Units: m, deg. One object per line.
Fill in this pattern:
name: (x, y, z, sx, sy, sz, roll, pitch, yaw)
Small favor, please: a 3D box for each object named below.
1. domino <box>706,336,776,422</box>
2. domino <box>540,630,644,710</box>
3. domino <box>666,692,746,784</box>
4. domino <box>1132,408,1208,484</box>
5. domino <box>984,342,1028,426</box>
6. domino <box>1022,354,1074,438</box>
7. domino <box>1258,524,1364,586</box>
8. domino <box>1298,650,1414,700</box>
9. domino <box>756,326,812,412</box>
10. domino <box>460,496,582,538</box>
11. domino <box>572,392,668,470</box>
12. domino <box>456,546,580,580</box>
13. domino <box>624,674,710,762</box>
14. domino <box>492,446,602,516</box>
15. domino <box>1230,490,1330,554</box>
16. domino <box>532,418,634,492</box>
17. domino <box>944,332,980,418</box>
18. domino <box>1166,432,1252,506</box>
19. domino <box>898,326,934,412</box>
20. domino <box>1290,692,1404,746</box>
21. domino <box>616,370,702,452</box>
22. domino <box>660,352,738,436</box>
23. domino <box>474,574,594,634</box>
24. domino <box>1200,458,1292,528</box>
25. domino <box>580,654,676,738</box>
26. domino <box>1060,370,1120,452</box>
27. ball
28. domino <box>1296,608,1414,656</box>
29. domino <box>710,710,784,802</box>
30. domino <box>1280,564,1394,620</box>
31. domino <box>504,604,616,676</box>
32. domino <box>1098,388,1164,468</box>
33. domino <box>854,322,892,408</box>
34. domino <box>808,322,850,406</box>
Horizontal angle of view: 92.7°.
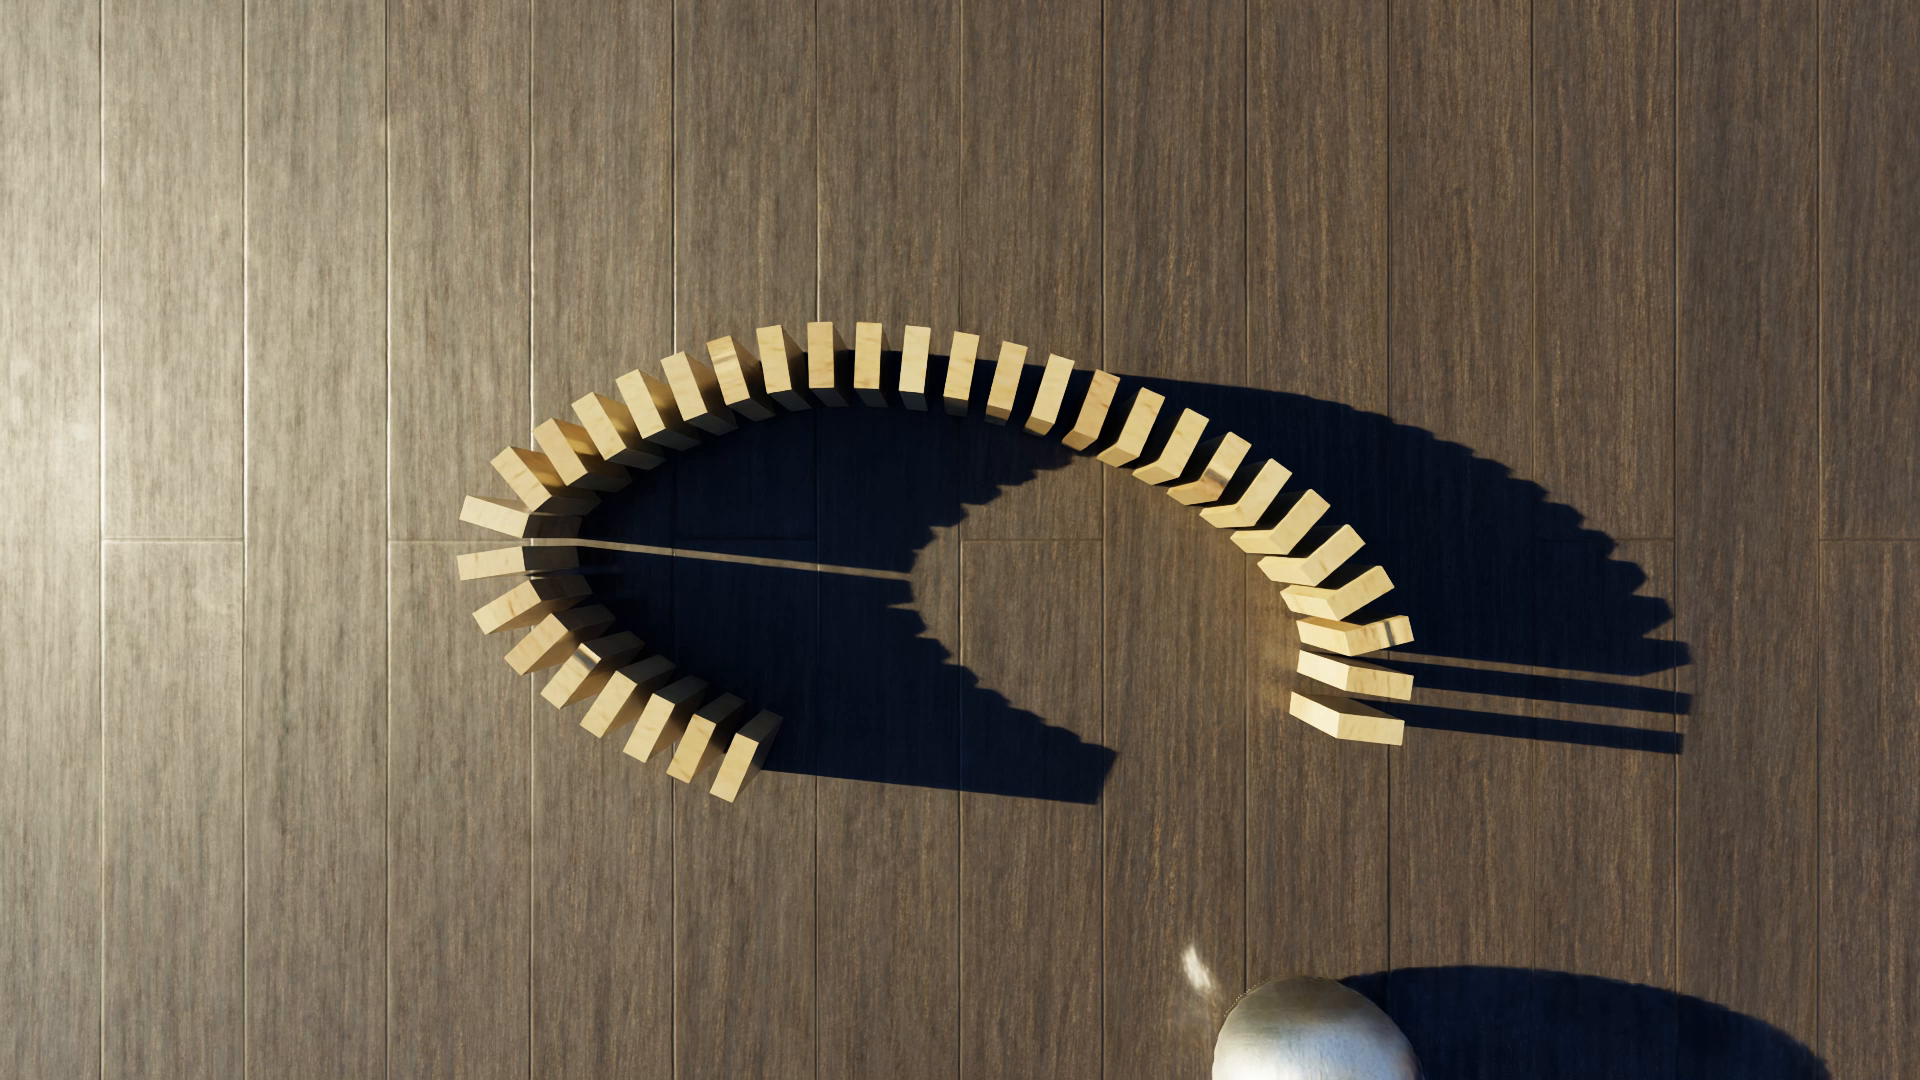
domino: (-0.089, -0.065, 0.375, 0.010, 0.050, 0.025, -17, 90, 0)
domino: (-0.149, 0.052, 0.375, 0.009, 0.050, 0.025, 39, 90, 0)
domino: (-0.103, 0.080, 0.375, 0.009, 0.050, 0.025, 25, 90, 0)
domino: (0.085, -0.037, 0.375, 0.010, 0.050, 0.025, 28, 90, 0)
domino: (0.018, -0.063, 0.375, 0.009, 0.050, 0.025, 14, 90, 0)
domino: (0.035, -0.058, 0.375, 0.010, 0.050, 0.025, 18, 90, 0)
domino: (0.142, 0.006, 0.375, 0.025, 0.050, 0.009, -40, 90, 0)
domino: (0.160, 0.055, 0.375, 0.025, 0.050, 0.009, 9, 90, 0)
domino: (-0.071, -0.069, 0.375, 0.009, 0.050, 0.025, -9, 90, 0)
domino: (-0.178, -0.009, 0.375, 0.025, 0.050, 0.009, 17, 90, 0)
domino: (-0.138, -0.044, 0.375, 0.009, 0.050, 0.025, -31, 90, 0)
domino: (-0.179, 0.009, 0.375, 0.025, 0.050, 0.009, -9, 90, 0)
domino: (-0.119, 0.072, 0.375, 0.010, 0.050, 0.025, 27, 90, 0)
domino: (-0.168, -0.023, 0.375, 0.010, 0.050, 0.025, -40, 90, 0)
domino: (0.130, -0.007, 0.375, 0.009, 0.050, 0.025, 42, 90, 0)
domino: (-0.153, -0.034, 0.375, 0.010, 0.050, 0.025, -33, 90, 0)
domino: (0.001, -0.067, 0.375, 0.009, 0.050, 0.025, 10, 90, 0)
domino: (0.101, -0.028, 0.375, 0.009, 0.050, 0.025, 32, 90, 0)
domino: (-0.017, -0.069, 0.375, 0.009, 0.050, 0.025, 6, 90, 0)
domino: (0.157, 0.072, 0.375, 0.025, 0.050, 0.009, 6, 90, 0)
domino: (-0.122, -0.052, 0.375, 0.010, 0.050, 0.025, -25, 90, 0)
domino: (-0.106, -0.059, 0.375, 0.009, 0.050, 0.025, -21, 90, 0)
domino: (-0.173, 0.026, 0.375, 0.025, 0.050, 0.009, -31, 90, 0)
domino: (0.116, -0.018, 0.375, 0.009, 0.050, 0.025, 36, 90, 0)
domino: (-0.134, 0.063, 0.375, 0.009, 0.050, 0.025, 34, 90, 0)
domino: (0.052, -0.052, 0.375, 0.009, 0.050, 0.025, 21, 90, 0)
ball: (0.141, 0.216, 0.360, 0.080, 0.080, 0.080, 0, 90, 0)
domino: (0.160, 0.037, 0.375, 0.025, 0.050, 0.010, -14, 90, 0)
domino: (-0.086, 0.087, 0.375, 0.009, 0.050, 0.025, 24, 90, 0)
domino: (0.153, 0.020, 0.375, 0.025, 0.050, 0.010, -31, 90, 0)
domino: (-0.162, 0.040, 0.375, 0.025, 0.050, 0.009, -44, 90, 0)
domino: (0.069, -0.045, 0.375, 0.009, 0.050, 0.025, 24, 90, 0)
domino: (-0.035, -0.070, 0.375, 0.009, 0.050, 0.025, 3, 90, 0)
domino: (-0.053, -0.071, 0.375, 0.010, 0.050, 0.025, -2, 90, 0)
